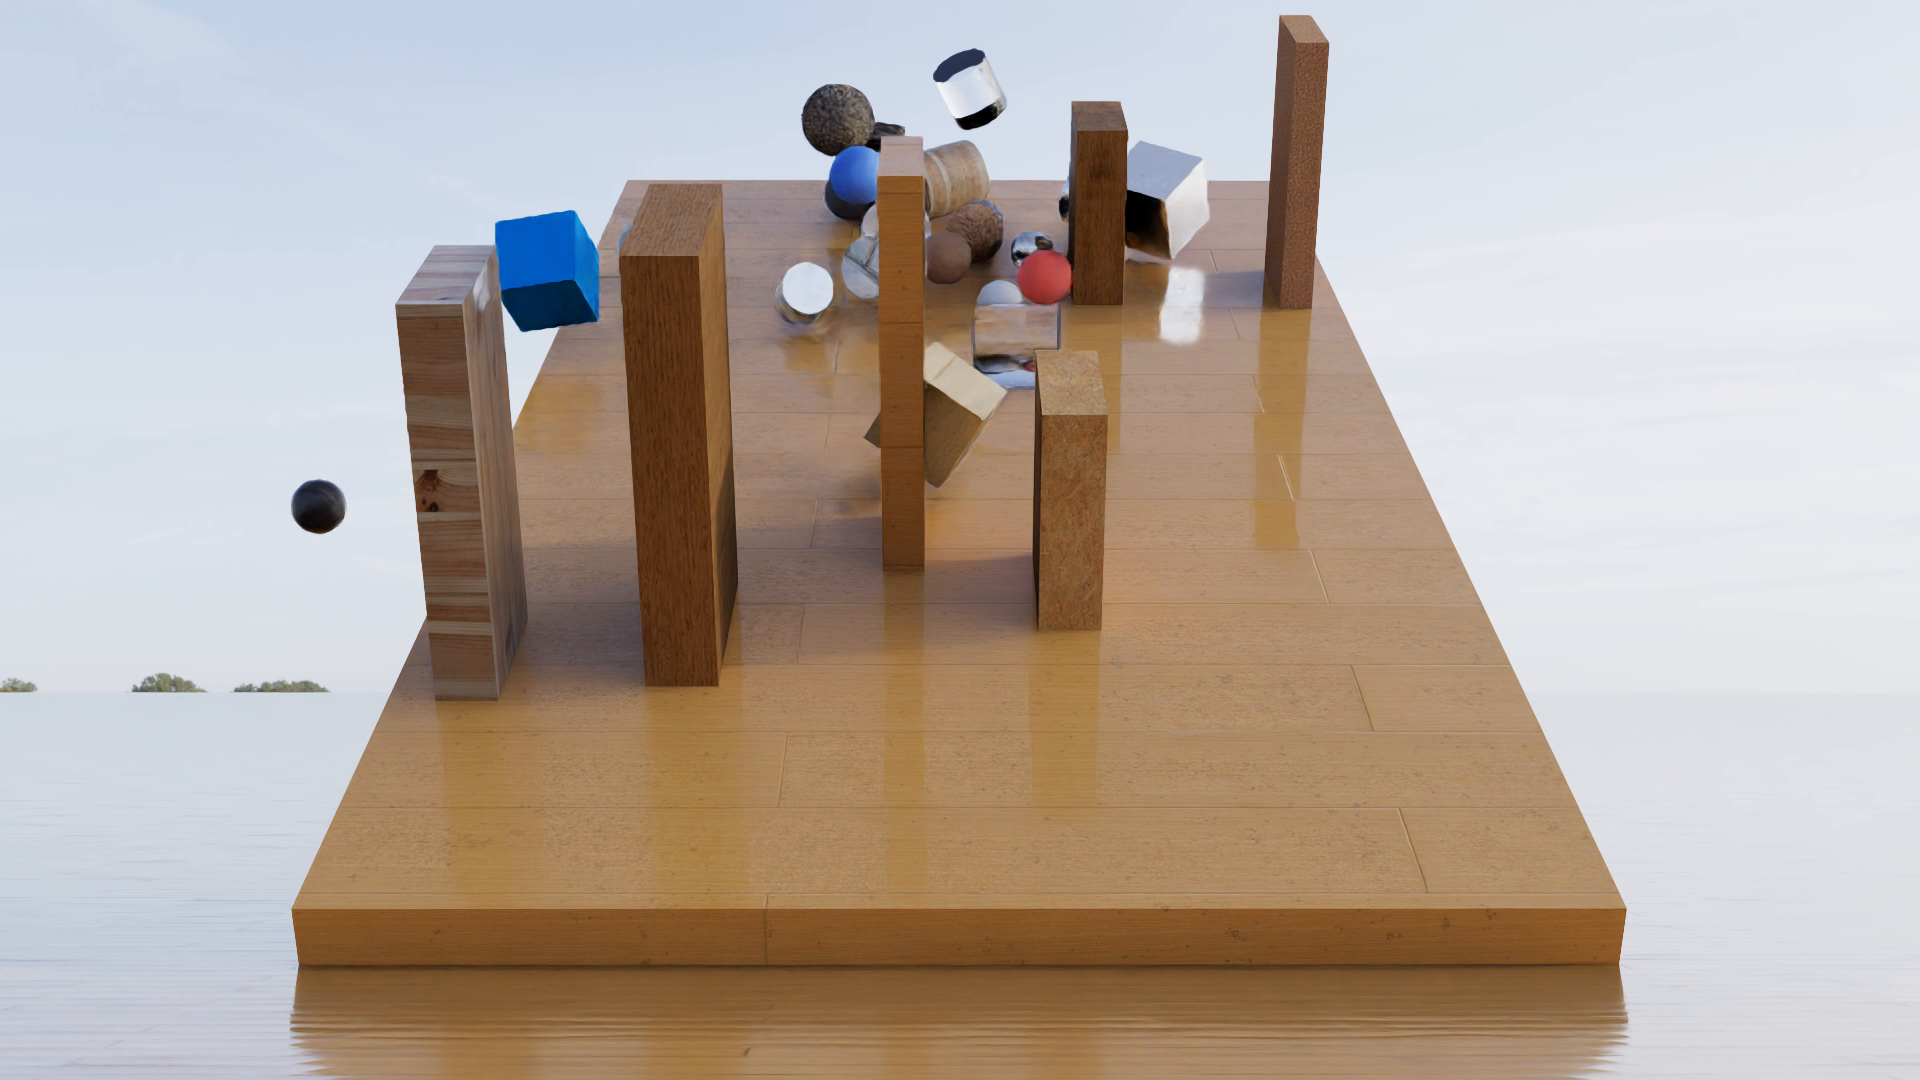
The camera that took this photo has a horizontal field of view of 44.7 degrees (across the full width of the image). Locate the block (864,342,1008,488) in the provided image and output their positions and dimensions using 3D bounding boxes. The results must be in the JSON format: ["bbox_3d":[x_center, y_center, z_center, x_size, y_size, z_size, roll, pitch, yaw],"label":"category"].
[{"bbox_3d":[-0.050,-0.264,4.894,0.189,0.189,0.189,35,28,1],"label":"block"}]

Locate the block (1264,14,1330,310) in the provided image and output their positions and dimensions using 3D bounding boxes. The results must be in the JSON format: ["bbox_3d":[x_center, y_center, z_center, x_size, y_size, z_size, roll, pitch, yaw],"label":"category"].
[{"bbox_3d":[0.868,-0.979,6.037,0.082,0.689,0.330,0,24,0],"label":"block"}]

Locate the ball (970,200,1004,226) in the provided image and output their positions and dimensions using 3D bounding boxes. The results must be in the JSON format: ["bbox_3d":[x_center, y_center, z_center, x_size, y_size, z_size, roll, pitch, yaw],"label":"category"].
[{"bbox_3d":[0.059,-0.883,6.490,0.126,0.126,0.126,0,-4,0],"label":"ball"}]

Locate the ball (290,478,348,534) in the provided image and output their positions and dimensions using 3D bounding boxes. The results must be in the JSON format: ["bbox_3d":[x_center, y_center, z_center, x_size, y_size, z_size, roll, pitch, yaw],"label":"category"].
[{"bbox_3d":[-1.444,-0.076,5.254,0.123,0.123,0.123,0,-4,0],"label":"ball"}]

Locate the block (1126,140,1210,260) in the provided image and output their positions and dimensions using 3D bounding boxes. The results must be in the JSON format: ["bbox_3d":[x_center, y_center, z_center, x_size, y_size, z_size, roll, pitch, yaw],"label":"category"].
[{"bbox_3d":[0.538,-0.934,6.413,0.205,0.205,0.205,21,-37,29],"label":"block"}]

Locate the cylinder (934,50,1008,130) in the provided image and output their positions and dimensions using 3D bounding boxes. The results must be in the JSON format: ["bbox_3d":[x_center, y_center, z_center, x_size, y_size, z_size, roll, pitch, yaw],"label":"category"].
[{"bbox_3d":[0.031,-1.303,6.742,0.164,0.164,0.164,-2,-46,34],"label":"cylinder"}]

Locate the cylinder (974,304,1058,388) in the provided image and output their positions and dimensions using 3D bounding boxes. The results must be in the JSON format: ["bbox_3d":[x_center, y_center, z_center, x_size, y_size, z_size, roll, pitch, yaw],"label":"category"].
[{"bbox_3d":[0.132,-0.453,5.468,0.196,0.196,0.196,0,-4,1],"label":"cylinder"}]

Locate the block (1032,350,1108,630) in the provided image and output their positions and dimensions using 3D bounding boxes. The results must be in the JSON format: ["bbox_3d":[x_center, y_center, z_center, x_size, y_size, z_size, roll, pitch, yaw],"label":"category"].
[{"bbox_3d":[0.204,-0.098,4.405,0.117,0.429,0.340,0,24,0],"label":"block"}]

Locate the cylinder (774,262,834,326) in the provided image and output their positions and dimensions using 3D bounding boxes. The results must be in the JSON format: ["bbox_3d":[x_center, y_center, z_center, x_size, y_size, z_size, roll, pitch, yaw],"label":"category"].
[{"bbox_3d":[-0.389,-0.611,5.814,0.129,0.129,0.129,1,-9,-13],"label":"cylinder"}]

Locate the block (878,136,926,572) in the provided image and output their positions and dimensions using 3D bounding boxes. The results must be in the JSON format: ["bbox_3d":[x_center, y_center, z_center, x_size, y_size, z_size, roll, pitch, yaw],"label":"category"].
[{"bbox_3d":[-0.111,-0.357,4.532,0.082,0.796,0.276,0,24,0],"label":"block"}]

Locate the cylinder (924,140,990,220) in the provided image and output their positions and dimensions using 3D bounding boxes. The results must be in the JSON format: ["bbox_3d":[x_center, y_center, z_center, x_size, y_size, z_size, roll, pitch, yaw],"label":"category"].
[{"bbox_3d":[-0.053,-1.036,6.732,0.197,0.197,0.197,-20,6,-26],"label":"cylinder"}]

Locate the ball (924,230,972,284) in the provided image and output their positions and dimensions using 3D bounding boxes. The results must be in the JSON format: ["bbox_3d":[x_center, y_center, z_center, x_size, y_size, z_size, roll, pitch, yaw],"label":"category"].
[{"bbox_3d":[-0.039,-0.743,6.140,0.142,0.142,0.142,0,-4,0],"label":"ball"}]

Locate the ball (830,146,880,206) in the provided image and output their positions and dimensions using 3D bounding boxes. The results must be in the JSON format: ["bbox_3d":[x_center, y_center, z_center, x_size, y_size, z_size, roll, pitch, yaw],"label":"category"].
[{"bbox_3d":[-0.243,-0.876,5.606,0.141,0.141,0.141,0,-4,0],"label":"ball"}]

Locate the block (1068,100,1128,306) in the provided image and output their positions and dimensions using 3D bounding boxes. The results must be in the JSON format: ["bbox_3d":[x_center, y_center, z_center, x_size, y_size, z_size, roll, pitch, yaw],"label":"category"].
[{"bbox_3d":[0.358,-0.883,6.099,0.129,0.460,0.310,0,24,0],"label":"block"}]

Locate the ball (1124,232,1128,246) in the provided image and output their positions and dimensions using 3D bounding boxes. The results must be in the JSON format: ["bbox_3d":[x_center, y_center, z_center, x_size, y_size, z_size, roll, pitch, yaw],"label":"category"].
[{"bbox_3d":[0.386,-0.831,6.371,0.142,0.142,0.142,0,-4,0],"label":"ball"}]

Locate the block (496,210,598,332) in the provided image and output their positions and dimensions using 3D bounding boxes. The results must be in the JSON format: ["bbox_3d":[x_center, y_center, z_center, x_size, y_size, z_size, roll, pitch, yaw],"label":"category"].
[{"bbox_3d":[-0.995,-0.648,5.630,0.195,0.195,0.195,-8,-26,7],"label":"block"}]

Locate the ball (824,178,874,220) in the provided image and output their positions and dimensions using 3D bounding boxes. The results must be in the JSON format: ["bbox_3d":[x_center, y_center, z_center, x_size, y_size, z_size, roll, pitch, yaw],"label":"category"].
[{"bbox_3d":[-0.317,-0.998,6.726,0.149,0.149,0.149,0,-4,0],"label":"ball"}]

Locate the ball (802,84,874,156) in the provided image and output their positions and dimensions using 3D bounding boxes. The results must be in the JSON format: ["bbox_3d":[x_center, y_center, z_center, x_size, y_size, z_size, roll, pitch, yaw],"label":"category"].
[{"bbox_3d":[-0.350,-1.205,6.695,0.209,0.209,0.209,0,-4,0],"label":"ball"}]

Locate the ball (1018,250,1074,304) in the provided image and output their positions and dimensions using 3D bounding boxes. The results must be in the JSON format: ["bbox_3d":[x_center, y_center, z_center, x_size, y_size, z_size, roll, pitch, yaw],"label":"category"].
[{"bbox_3d":[0.221,-0.679,6.032,0.144,0.144,0.144,0,-4,0],"label":"ball"}]

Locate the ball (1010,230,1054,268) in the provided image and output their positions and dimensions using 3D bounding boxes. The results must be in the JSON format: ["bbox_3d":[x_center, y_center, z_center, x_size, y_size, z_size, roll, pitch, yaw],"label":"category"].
[{"bbox_3d":[0.194,-0.773,6.254,0.117,0.117,0.117,0,-4,0],"label":"ball"}]

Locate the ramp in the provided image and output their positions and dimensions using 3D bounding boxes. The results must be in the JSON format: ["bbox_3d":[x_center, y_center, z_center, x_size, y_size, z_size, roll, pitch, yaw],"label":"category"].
[{"bbox_3d":[-0.008,-0.229,5.333,2.000,0.100,4.000,0,24,0],"label":"ramp"}]

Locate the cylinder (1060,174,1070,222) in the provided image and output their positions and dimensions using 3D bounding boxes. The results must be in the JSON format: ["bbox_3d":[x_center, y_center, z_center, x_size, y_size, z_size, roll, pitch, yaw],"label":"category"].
[{"bbox_3d":[0.388,-0.950,6.542,0.160,0.160,0.160,19,5,25],"label":"cylinder"}]

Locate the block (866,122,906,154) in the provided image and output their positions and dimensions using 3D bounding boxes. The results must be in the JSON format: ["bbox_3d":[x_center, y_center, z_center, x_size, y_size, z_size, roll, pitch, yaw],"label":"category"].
[{"bbox_3d":[-0.239,-1.161,6.945,0.121,0.121,0.121,12,36,22],"label":"block"}]

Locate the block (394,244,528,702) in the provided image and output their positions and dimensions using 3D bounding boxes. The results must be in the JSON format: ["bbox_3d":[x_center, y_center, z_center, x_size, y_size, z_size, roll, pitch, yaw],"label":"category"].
[{"bbox_3d":[-0.863,-0.117,4.078,0.109,0.729,0.323,0,24,0],"label":"block"}]

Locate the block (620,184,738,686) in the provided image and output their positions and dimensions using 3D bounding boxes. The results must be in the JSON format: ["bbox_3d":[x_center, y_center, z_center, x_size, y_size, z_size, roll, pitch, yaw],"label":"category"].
[{"bbox_3d":[-0.493,-0.191,4.165,0.130,0.794,0.429,0,24,0],"label":"block"}]

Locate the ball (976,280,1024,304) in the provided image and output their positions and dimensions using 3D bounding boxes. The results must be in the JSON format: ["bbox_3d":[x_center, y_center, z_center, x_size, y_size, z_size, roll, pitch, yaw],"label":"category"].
[{"bbox_3d":[0.101,-0.598,5.885,0.117,0.117,0.117,0,-4,0],"label":"ball"}]

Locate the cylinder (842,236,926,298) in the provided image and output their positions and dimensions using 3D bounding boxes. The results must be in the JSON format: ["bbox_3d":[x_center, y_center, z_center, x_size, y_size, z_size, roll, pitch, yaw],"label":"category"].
[{"bbox_3d":[-0.192,-0.692,5.941,0.156,0.156,0.156,-2,4,34],"label":"cylinder"}]

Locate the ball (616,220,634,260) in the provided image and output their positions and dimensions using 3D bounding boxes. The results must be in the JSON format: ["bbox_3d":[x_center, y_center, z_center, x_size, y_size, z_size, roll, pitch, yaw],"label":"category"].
[{"bbox_3d":[-0.829,-0.776,6.211,0.168,0.168,0.168,0,-4,0],"label":"ball"}]

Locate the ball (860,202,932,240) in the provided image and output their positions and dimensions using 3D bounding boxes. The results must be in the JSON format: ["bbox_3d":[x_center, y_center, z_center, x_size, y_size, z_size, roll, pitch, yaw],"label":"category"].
[{"bbox_3d":[-0.173,-0.836,6.318,0.191,0.191,0.191,0,-4,0],"label":"ball"}]

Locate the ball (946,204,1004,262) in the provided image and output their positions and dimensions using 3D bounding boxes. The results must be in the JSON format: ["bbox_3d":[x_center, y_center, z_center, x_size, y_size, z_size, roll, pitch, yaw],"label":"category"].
[{"bbox_3d":[0.040,-0.835,6.356,0.159,0.159,0.159,0,-4,0],"label":"ball"}]
